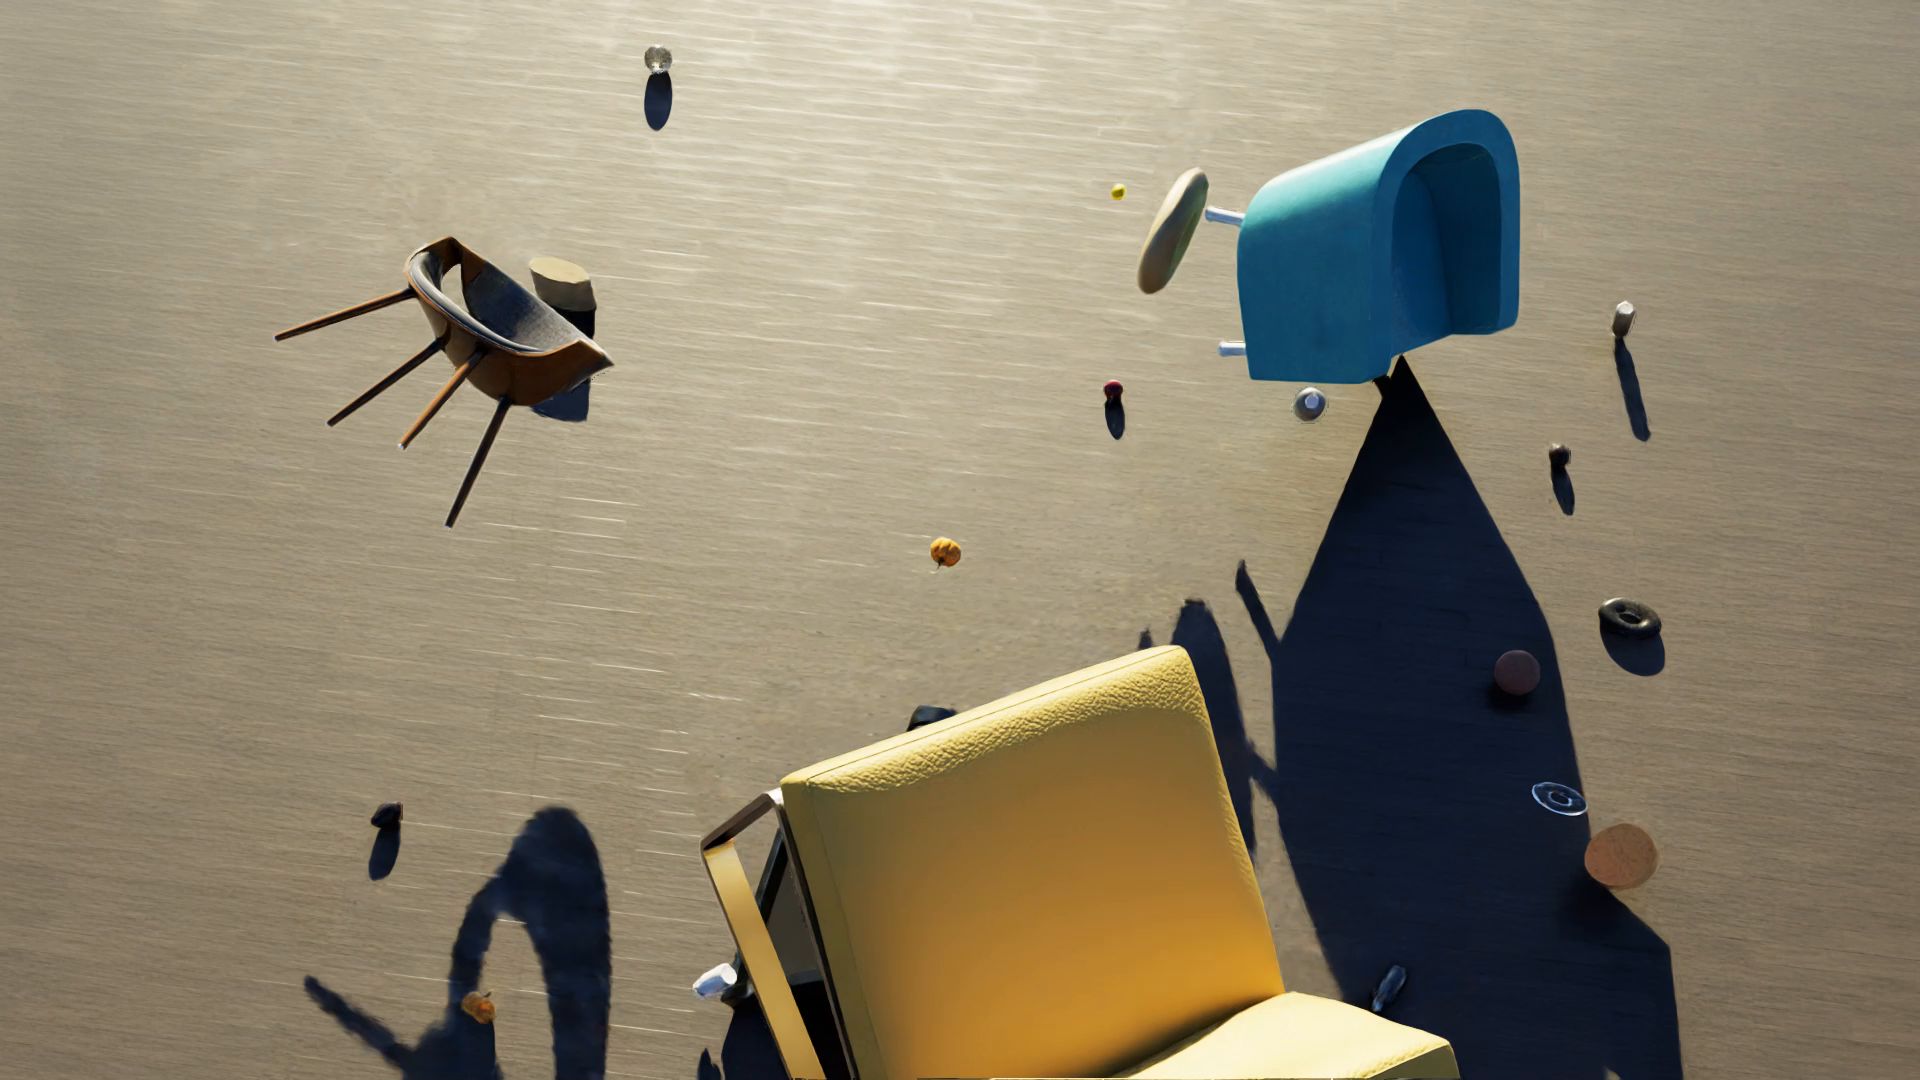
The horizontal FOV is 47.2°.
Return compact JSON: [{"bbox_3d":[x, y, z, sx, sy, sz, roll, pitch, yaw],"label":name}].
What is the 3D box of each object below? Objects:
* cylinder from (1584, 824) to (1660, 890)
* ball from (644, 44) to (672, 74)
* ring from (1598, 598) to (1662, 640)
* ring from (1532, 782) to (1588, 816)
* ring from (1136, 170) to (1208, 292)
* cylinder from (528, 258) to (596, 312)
[{"bbox_3d":[1.764,0.846,5.858,0.185,0.180,0.152,-33,68,11],"label":"cylinder"},{"bbox_3d":[-1.048,-1.672,7.637,0.098,0.098,0.098,0,56,0],"label":"ball"},{"bbox_3d":[1.947,0.229,6.394,0.184,0.044,0.132,19,57,13],"label":"ring"},{"bbox_3d":[1.658,0.715,6.080,0.156,0.024,0.088,20,57,13],"label":"ring"},{"bbox_3d":[0.635,-0.922,6.562,0.092,0.374,0.429,24,52,8],"label":"ring"},{"bbox_3d":[-1.271,-0.817,7.032,0.208,0.147,0.083,16,59,10],"label":"cylinder"}]
